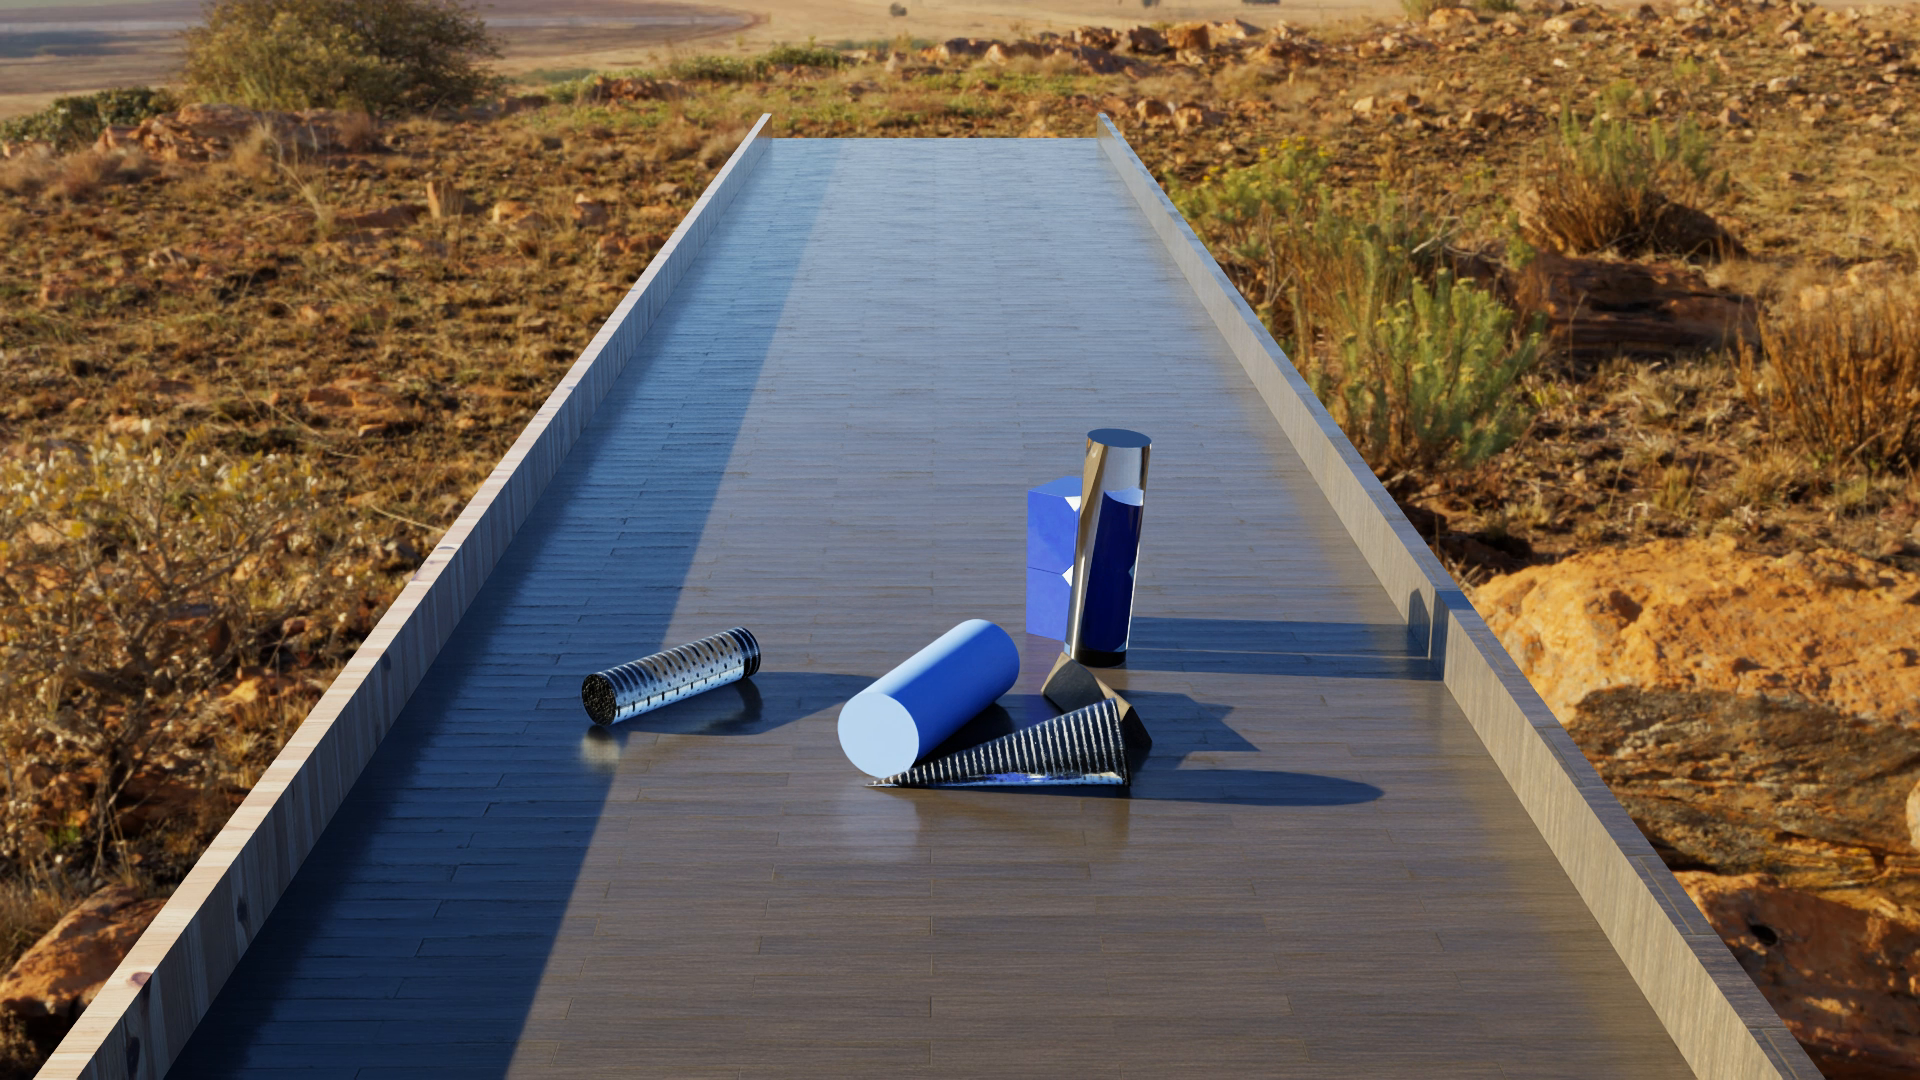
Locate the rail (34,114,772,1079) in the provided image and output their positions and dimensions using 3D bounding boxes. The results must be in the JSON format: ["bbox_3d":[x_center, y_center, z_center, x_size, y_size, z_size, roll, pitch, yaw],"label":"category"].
[{"bbox_3d":[-1.118,-0.838,7.780,0.050,0.150,12.000,0,17,-1],"label":"rail"}]

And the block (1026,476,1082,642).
[{"bbox_3d":[0.240,0.042,4.548,0.146,0.307,0.146,12,20,35],"label":"block"}]

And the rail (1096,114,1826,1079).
[{"bbox_3d":[0.932,-0.844,7.801,0.050,0.150,12.000,0,17,-1],"label":"rail"}]

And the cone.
[{"bbox_3d":[0.054,0.386,3.793,0.459,0.156,0.156,-10,17,1],"label":"cone"}]

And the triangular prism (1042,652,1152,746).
[{"bbox_3d":[0.252,0.293,4.099,0.089,0.077,0.313,-6,17,-20],"label":"triangular prism"}]

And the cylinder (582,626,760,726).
[{"bbox_3d":[-0.546,0.257,4.185,0.100,0.100,0.361,14,22,40],"label":"cylinder"}]

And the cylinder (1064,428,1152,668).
[{"bbox_3d":[0.291,0.017,4.350,0.126,0.458,0.126,5,20,-2],"label":"cylinder"}]

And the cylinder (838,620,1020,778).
[{"bbox_3d":[-0.050,0.283,4.001,0.158,0.158,0.434,8,18,24],"label":"cylinder"}]
